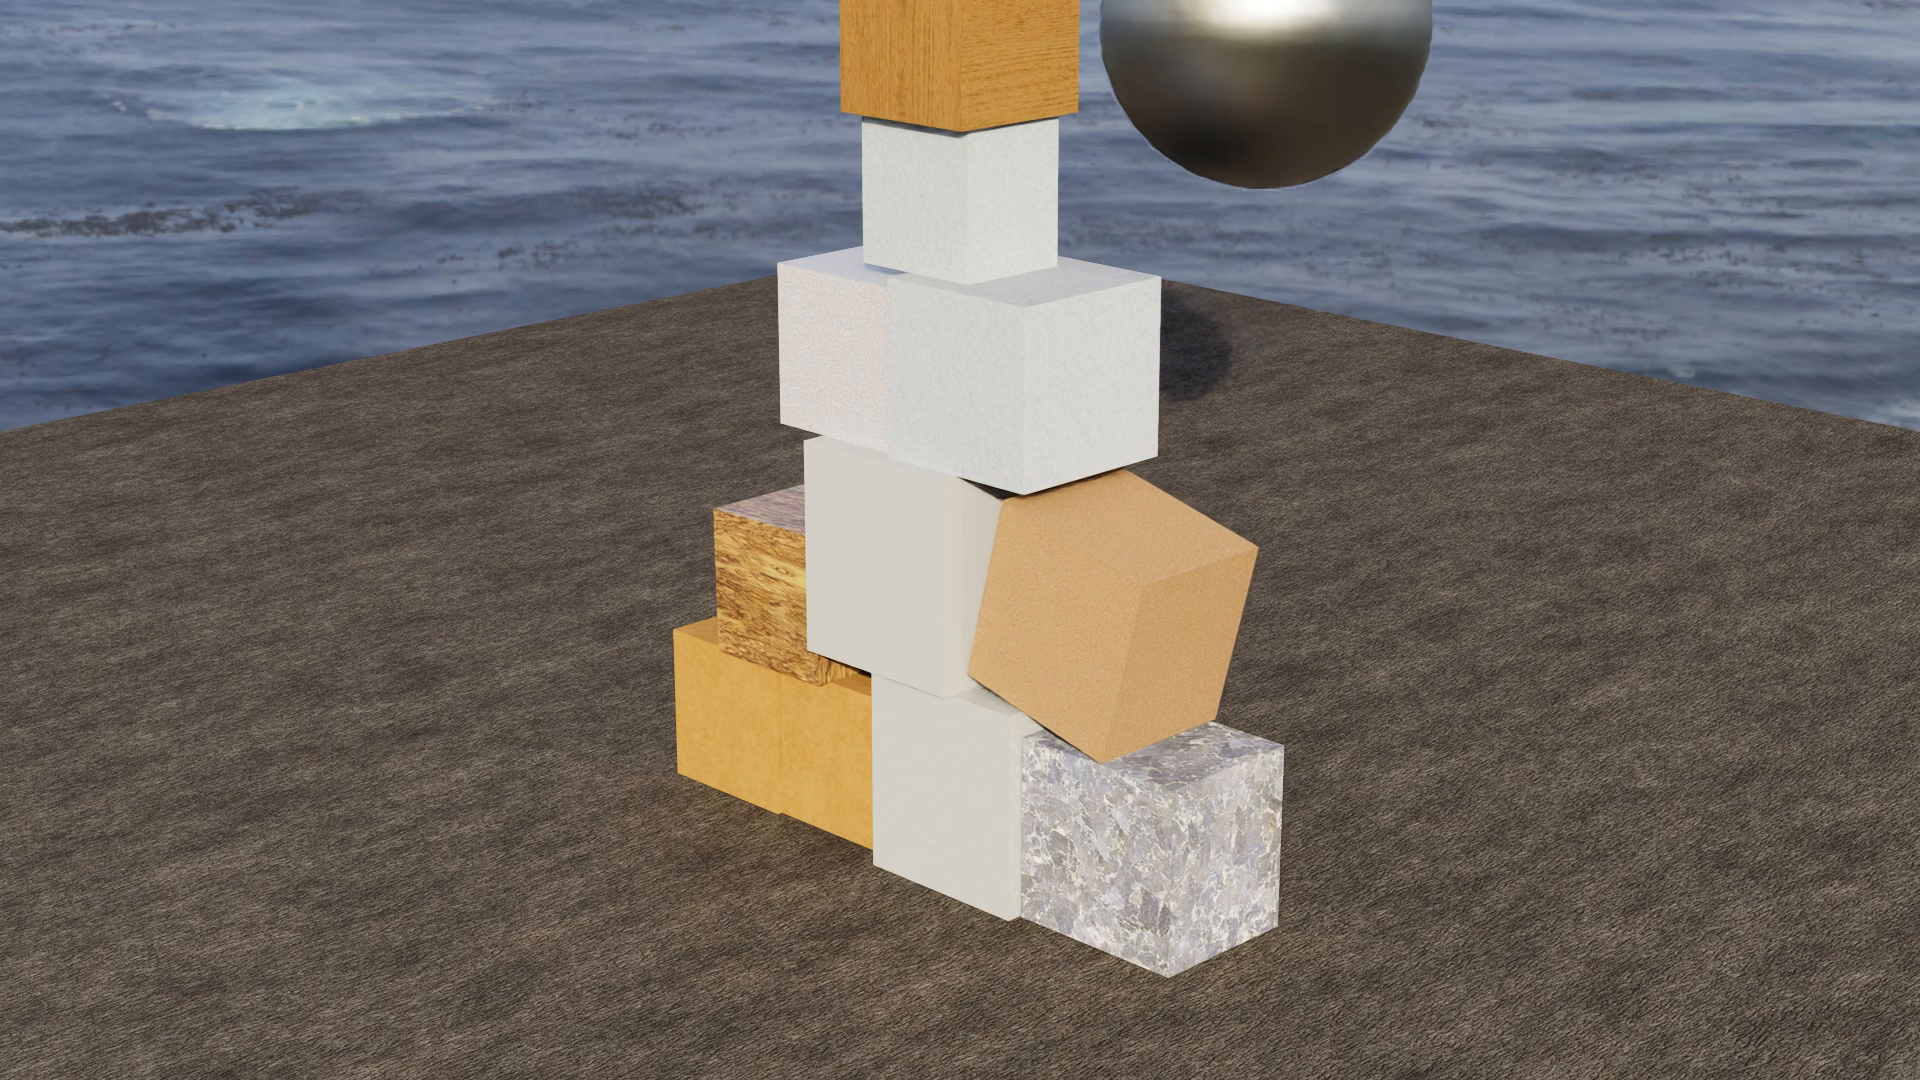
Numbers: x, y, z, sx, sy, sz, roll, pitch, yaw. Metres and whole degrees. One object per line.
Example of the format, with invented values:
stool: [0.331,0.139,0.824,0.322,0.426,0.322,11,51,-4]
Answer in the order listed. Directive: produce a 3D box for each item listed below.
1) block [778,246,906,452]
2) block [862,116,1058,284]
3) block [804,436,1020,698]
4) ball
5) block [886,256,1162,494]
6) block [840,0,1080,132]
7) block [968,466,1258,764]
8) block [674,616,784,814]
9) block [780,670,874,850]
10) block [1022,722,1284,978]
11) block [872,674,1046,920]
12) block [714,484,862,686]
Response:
block: [-0.285,-0.898,13.385,0.774,0.752,0.754,-17,24,-42]
block: [0.000,-1.541,12.857,0.558,0.674,0.654,-17,24,-42]
block: [-0.041,0.020,13.386,0.984,1.001,0.891,-17,24,-42]
ball: [1.467,-2.492,14.096,1.600,1.600,1.600,0,17,0]
block: [0.277,-0.754,12.829,0.853,0.810,0.832,-17,24,-42]
block: [-0.002,-2.253,12.631,0.719,0.820,0.741,-17,24,-42]
block: [0.657,0.311,12.756,0.752,0.873,0.826,-17,38,-43]
block: [-0.885,0.803,14.525,0.731,0.758,0.754,-17,24,-42]
block: [-0.359,0.964,14.004,0.649,0.764,0.741,-17,24,-42]
block: [0.837,1.280,12.846,0.730,0.854,0.866,-17,24,-42]
block: [0.221,1.039,13.426,0.887,0.967,0.871,-17,24,-42]
block: [-0.620,0.176,14.043,0.826,0.715,0.717,-17,23,-42]
